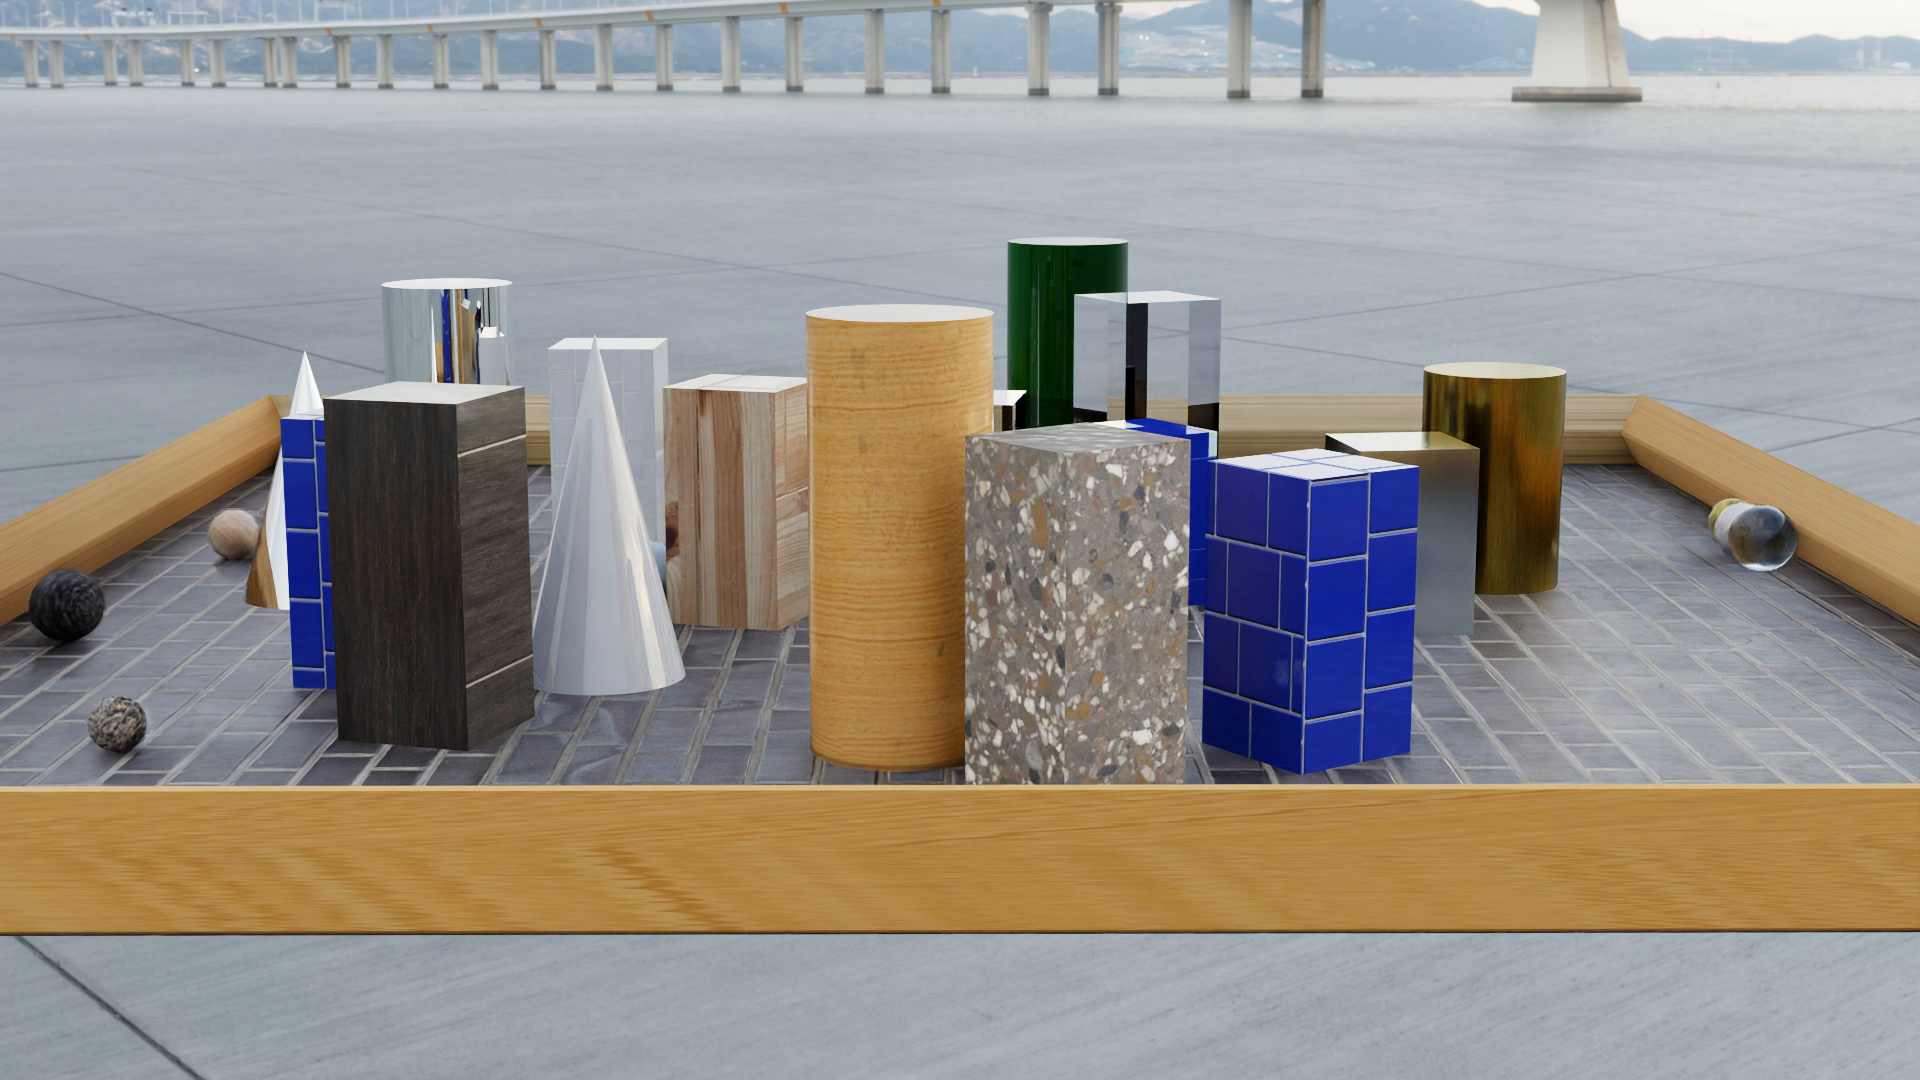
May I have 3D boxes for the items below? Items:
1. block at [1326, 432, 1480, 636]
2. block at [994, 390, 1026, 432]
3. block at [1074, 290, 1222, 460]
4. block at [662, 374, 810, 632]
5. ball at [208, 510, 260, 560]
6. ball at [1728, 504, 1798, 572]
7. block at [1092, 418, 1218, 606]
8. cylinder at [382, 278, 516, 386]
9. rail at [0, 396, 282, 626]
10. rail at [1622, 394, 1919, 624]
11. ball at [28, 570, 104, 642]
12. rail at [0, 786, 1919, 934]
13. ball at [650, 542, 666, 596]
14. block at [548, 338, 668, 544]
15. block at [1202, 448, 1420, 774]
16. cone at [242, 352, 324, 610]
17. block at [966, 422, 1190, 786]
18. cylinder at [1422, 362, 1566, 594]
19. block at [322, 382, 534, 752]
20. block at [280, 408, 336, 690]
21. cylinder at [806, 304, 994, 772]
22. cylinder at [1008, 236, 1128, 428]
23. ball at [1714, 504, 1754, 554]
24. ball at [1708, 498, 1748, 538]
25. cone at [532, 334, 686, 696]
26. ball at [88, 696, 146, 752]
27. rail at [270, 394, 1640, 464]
[{"bbox_3d":[0.575,-0.009,3.366,0.158,0.243,0.158,-2,11,-8],"label":"block"},{"bbox_3d":[0.004,-0.062,3.566,0.158,0.275,0.158,1,11,8],"label":"block"},{"bbox_3d":[0.275,-0.166,3.808,0.158,0.390,0.158,-5,12,-25],"label":"block"},{"bbox_3d":[-0.287,-0.053,3.414,0.158,0.313,0.158,3,11,18],"label":"block"},{"bbox_3d":[-1.083,-0.008,3.825,0.074,0.074,0.074,0,10,0],"label":"ball"},{"bbox_3d":[1.168,-0.003,3.733,0.097,0.097,0.097,0,10,0],"label":"ball"},{"bbox_3d":[0.240,-0.035,3.525,0.158,0.237,0.158,-6,12,-31],"label":"block"},{"bbox_3d":[-0.787,-0.199,3.972,0.197,0.396,0.197,0,10,0],"label":"cylinder"},{"bbox_3d":[-1.240,0.034,3.442,0.045,0.128,2.609,0,10,0],"label":"rail"},{"bbox_3d":[1.240,0.032,3.456,0.045,0.128,2.609,0,10,0],"label":"rail"},{"bbox_3d":[-1.142,0.084,3.280,0.091,0.091,0.091,0,10,0],"label":"ball"},{"bbox_3d":[0.007,0.266,2.190,2.527,0.128,0.045,0,10,0],"label":"rail"},{"bbox_3d":[-0.419,0.051,3.442,0.098,0.098,0.098,0,10,0],"label":"ball"},{"bbox_3d":[-0.534,-0.146,3.926,0.158,0.309,0.158,0,10,1],"label":"block"},{"bbox_3d":[0.373,0.072,2.746,0.158,0.310,0.158,-7,13,-34],"label":"block"},{"bbox_3d":[-0.897,-0.091,3.541,0.197,0.341,0.197,0,10,0],"label":"cone"},{"bbox_3d":[0.116,0.078,2.567,0.158,0.364,0.158,-8,13,-37],"label":"block"},{"bbox_3d":[0.753,-0.091,3.642,0.197,0.303,0.197,0,10,0],"label":"cylinder"},{"bbox_3d":[-0.580,0.024,2.821,0.158,0.376,0.158,3,11,17],"label":"block"},{"bbox_3d":[-0.695,0.006,3.072,0.158,0.321,0.158,3,11,14],"label":"block"},{"bbox_3d":[-0.063,-0.007,2.733,0.197,0.470,0.197,0,10,0],"label":"cylinder"},{"bbox_3d":[0.176,-0.268,4.214,0.197,0.444,0.197,0,10,0],"label":"cylinder"},{"bbox_3d":[1.173,-0.015,3.844,0.081,0.081,0.081,0,10,0],"label":"ball"},{"bbox_3d":[1.188,-0.029,3.944,0.071,0.071,0.071,0,10,0],"label":"ball"},{"bbox_3d":[-0.431,-0.040,3.062,0.197,0.415,0.197,0,10,0],"label":"cone"},{"bbox_3d":[-0.905,0.197,2.754,0.060,0.060,0.060,0,10,0],"label":"ball"},{"bbox_3d":[-0.007,-0.200,4.708,2.527,0.128,0.045,0,10,0],"label":"rail"}]
